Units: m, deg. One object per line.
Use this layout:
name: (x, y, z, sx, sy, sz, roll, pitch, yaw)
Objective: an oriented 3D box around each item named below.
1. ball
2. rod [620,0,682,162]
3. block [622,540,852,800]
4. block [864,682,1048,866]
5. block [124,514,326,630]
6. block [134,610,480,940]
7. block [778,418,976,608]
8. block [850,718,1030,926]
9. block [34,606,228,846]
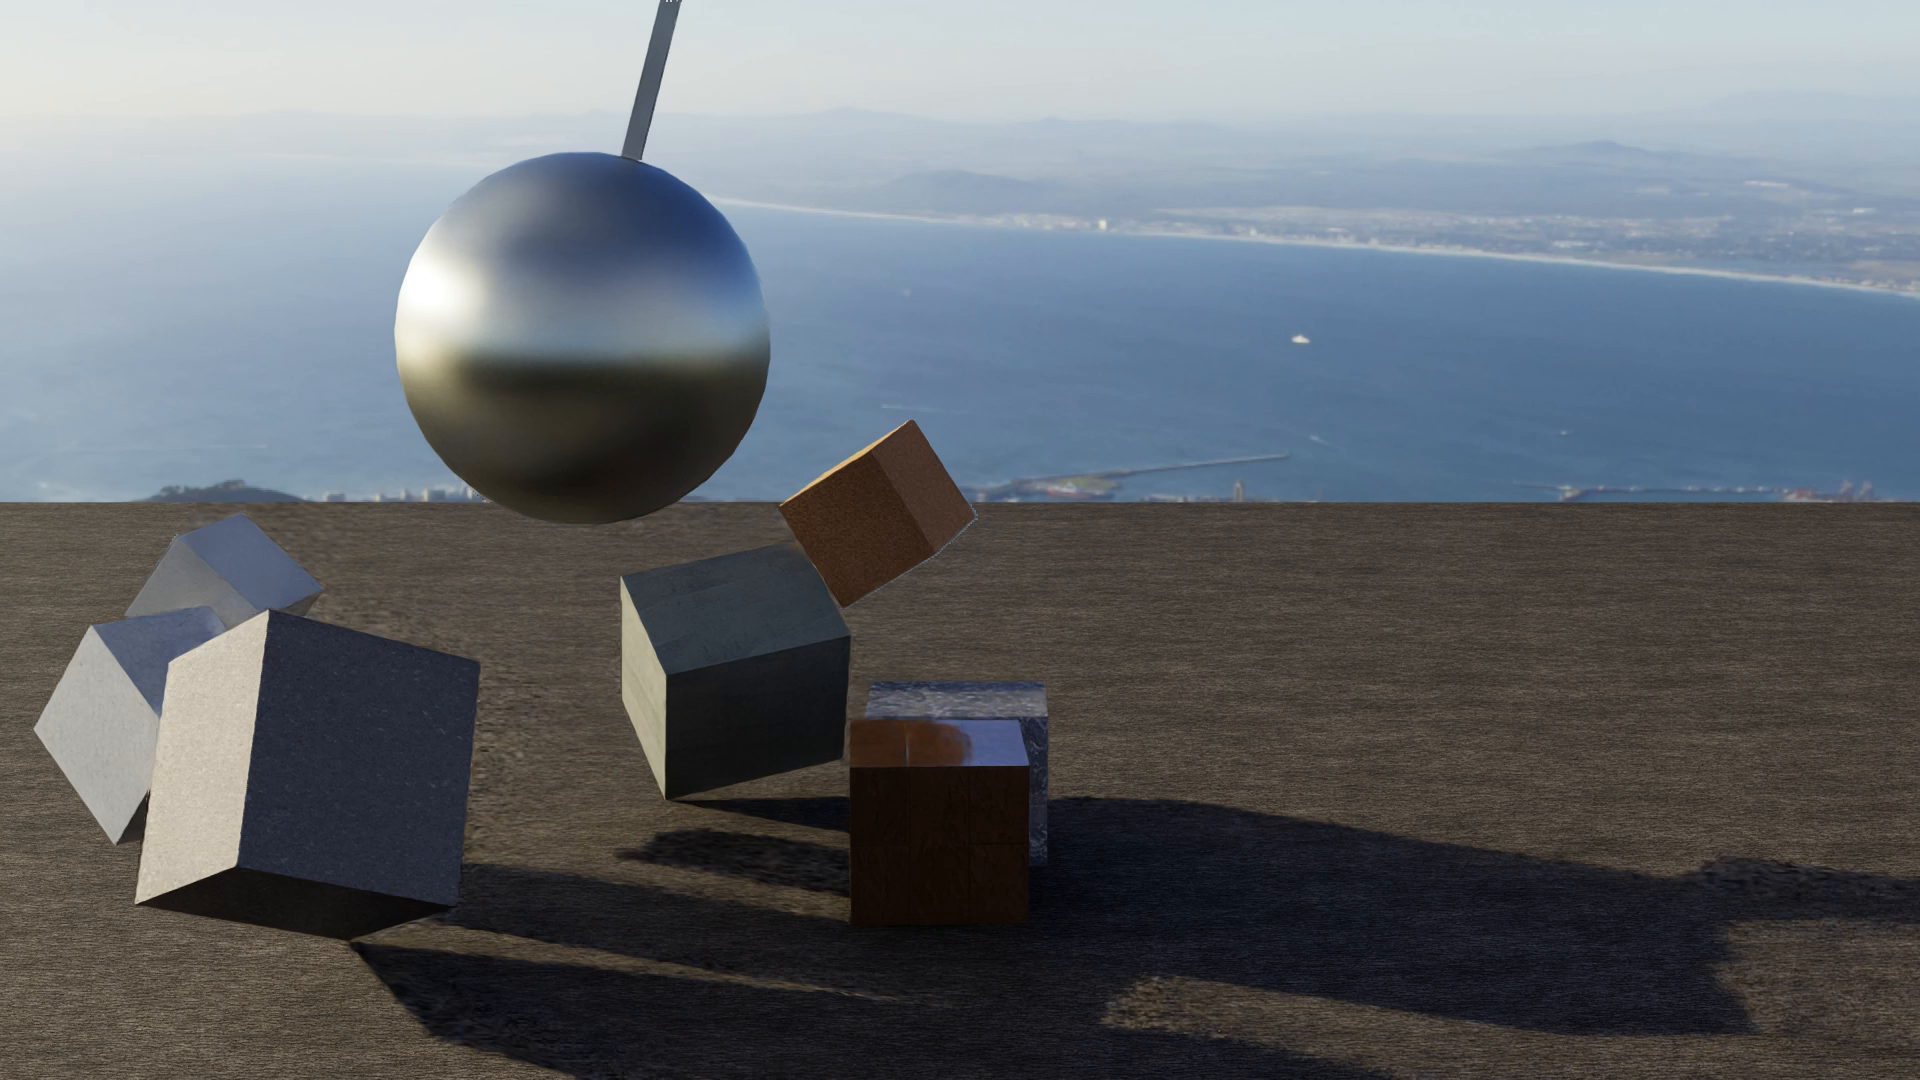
ball: (-1.610, -0.862, 11.024, 1.600, 1.600, 1.600, 0, 10, 0)
rod: (-0.698, -4.084, 10.438, 0.080, 5.200, 0.080, 15, 10, -3)
block: (-1.119, 0.637, 12.680, 0.927, 0.849, 0.730, -12, 44, -19)
block: (-0.013, 1.064, 11.785, 0.814, 0.690, 0.669, 0, 10, 1)
block: (-3.635, 0.306, 12.698, 0.575, 0.537, 0.562, 42, 21, 4)
block: (-2.562, 0.952, 10.105, 0.910, 0.992, 0.903, 18, -26, -36)
block: (-0.409, -0.139, 12.828, 0.588, 0.593, 0.662, -31, 5, 23)
block: (-0.099, 1.202, 11.050, 0.744, 0.682, 0.780, 0, 10, -2)
block: (-3.638, 0.835, 11.707, 0.716, 0.695, 0.651, 48, 30, 20)
